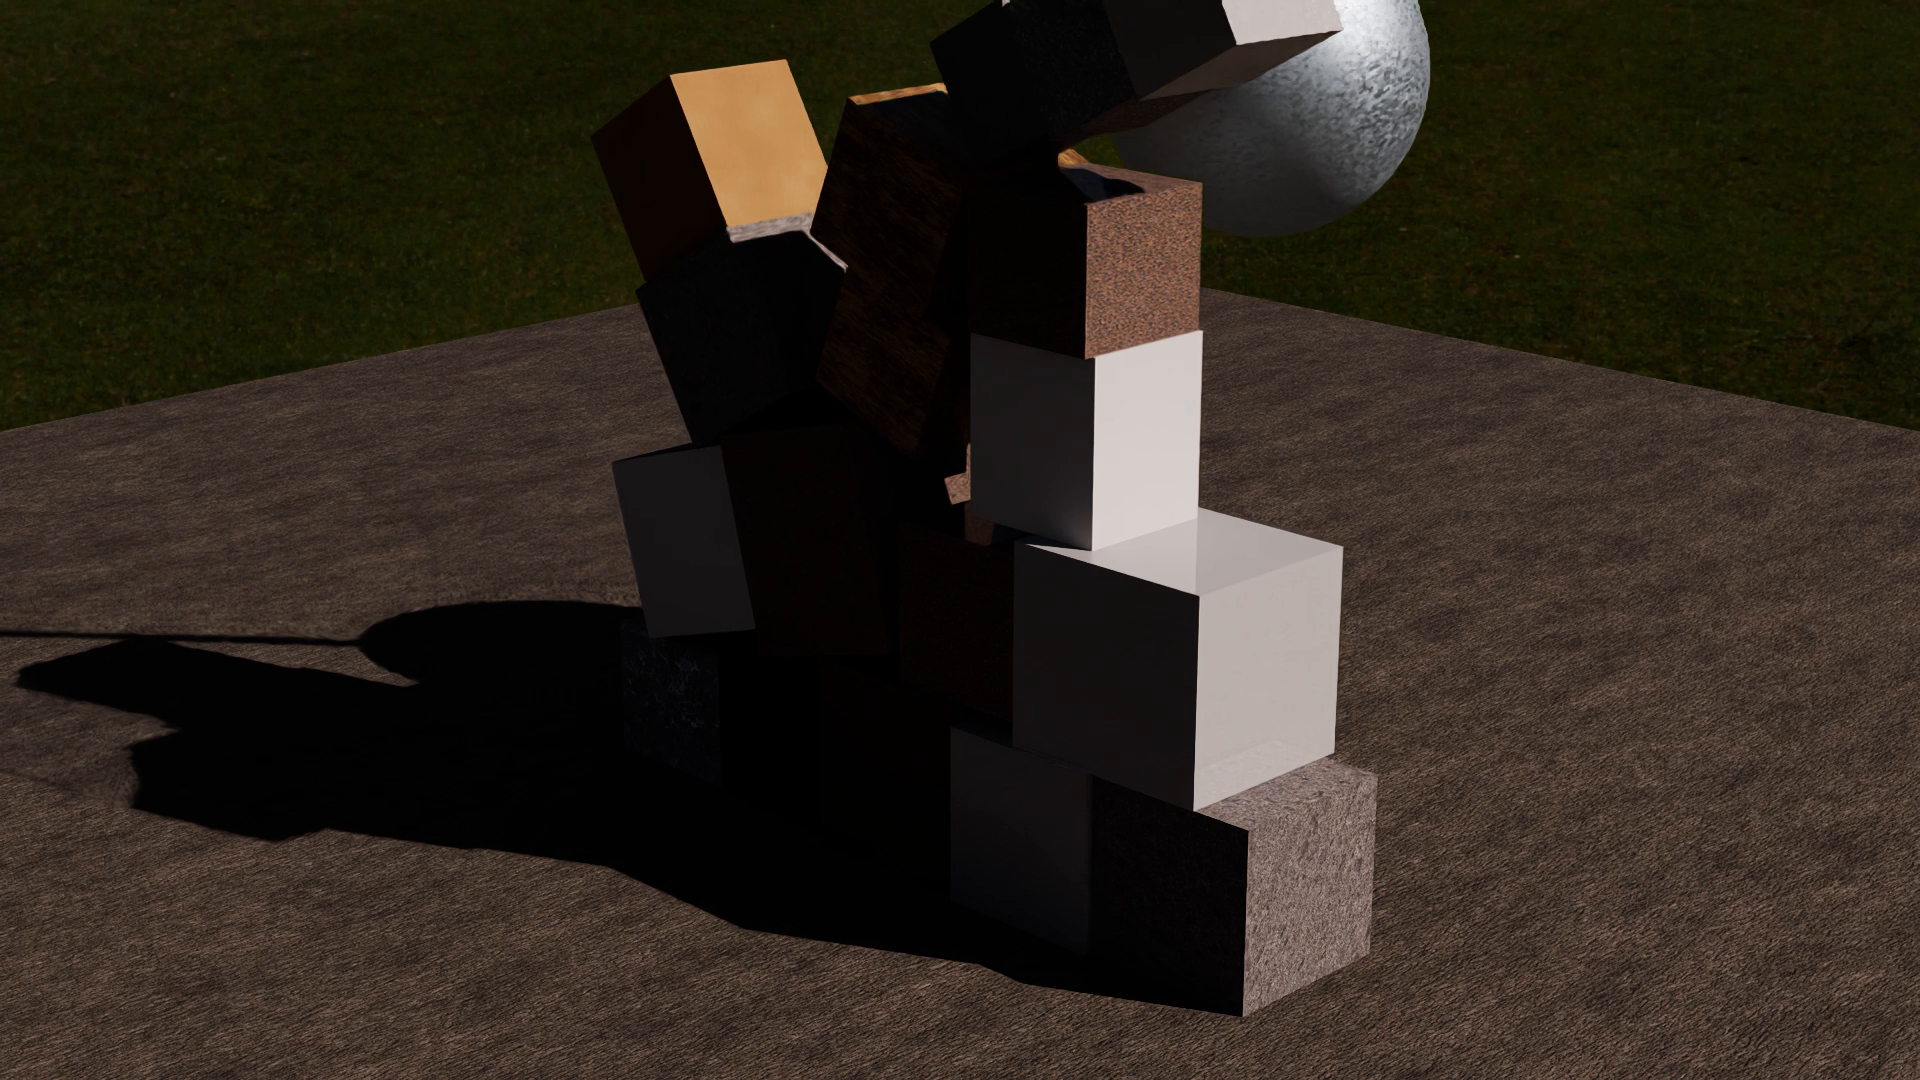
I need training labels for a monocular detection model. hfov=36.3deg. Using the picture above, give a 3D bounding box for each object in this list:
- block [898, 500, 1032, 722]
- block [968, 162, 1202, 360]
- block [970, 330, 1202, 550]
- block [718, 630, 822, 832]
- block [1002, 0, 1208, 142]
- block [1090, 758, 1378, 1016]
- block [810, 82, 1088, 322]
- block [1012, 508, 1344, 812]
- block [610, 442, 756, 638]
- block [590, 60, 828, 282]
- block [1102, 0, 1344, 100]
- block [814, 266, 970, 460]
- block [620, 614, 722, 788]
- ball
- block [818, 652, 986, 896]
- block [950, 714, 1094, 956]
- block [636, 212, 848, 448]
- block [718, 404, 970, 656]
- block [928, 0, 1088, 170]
[{"bbox_3d":[0.274,0.268,13.124,0.816,0.766,0.731,-17,24,-42],"label":"block"},{"bbox_3d":[0.524,-1.193,12.394,0.680,0.638,0.715,17,24,42],"label":"block"},{"bbox_3d":[0.539,-0.500,12.641,0.720,0.833,0.679,17,24,42],"label":"block"},{"bbox_3d":[-0.635,0.851,14.251,0.714,0.831,0.808,-17,24,-42],"label":"block"},{"bbox_3d":[0.652,-2.052,12.069,0.584,0.601,0.553,-17,-5,-44],"label":"block"},{"bbox_3d":[1.166,1.390,12.536,0.853,0.831,0.850,-17,24,-42],"label":"block"},{"bbox_3d":[-0.055,-1.506,12.904,0.777,0.688,0.759,-17,46,-42],"label":"block"},{"bbox_3d":[0.922,0.460,12.540,1.031,0.933,0.929,17,24,42],"label":"block"},{"bbox_3d":[-1.037,-0.067,14.425,0.811,0.892,0.908,-17,7,-42],"label":"block"},{"bbox_3d":[-1.162,-1.754,14.016,0.722,0.784,0.706,-17,-7,-43],"label":"block"},{"bbox_3d":[1.014,-2.175,11.657,0.673,0.617,0.560,-16,-5,-43],"label":"block"},{"bbox_3d":[-0.113,-0.870,13.167,0.675,0.643,0.679,-17,46,-43],"label":"block"},{"bbox_3d":[-1.184,0.744,14.842,0.705,0.680,0.792,-17,24,-42],"label":"block"},{"bbox_3d":[1.467,-2.263,14.168,1.600,1.600,1.600,0,17,0],"label":"ball"},{"bbox_3d":[-0.021,0.982,13.675,0.916,0.927,0.874,-17,24,-42],"label":"block"},{"bbox_3d":[0.575,1.208,13.106,0.934,0.835,0.811,-17,24,-42],"label":"block"},{"bbox_3d":[-0.867,-1.016,13.923,0.834,0.815,0.787,-17,-7,-43],"label":"block"},{"bbox_3d":[-0.394,-0.084,13.751,0.929,1.058,0.909,-17,9,-43],"label":"block"},{"bbox_3d":[0.296,-1.958,12.428,0.514,0.585,0.468,-18,-3,-44],"label":"block"}]
